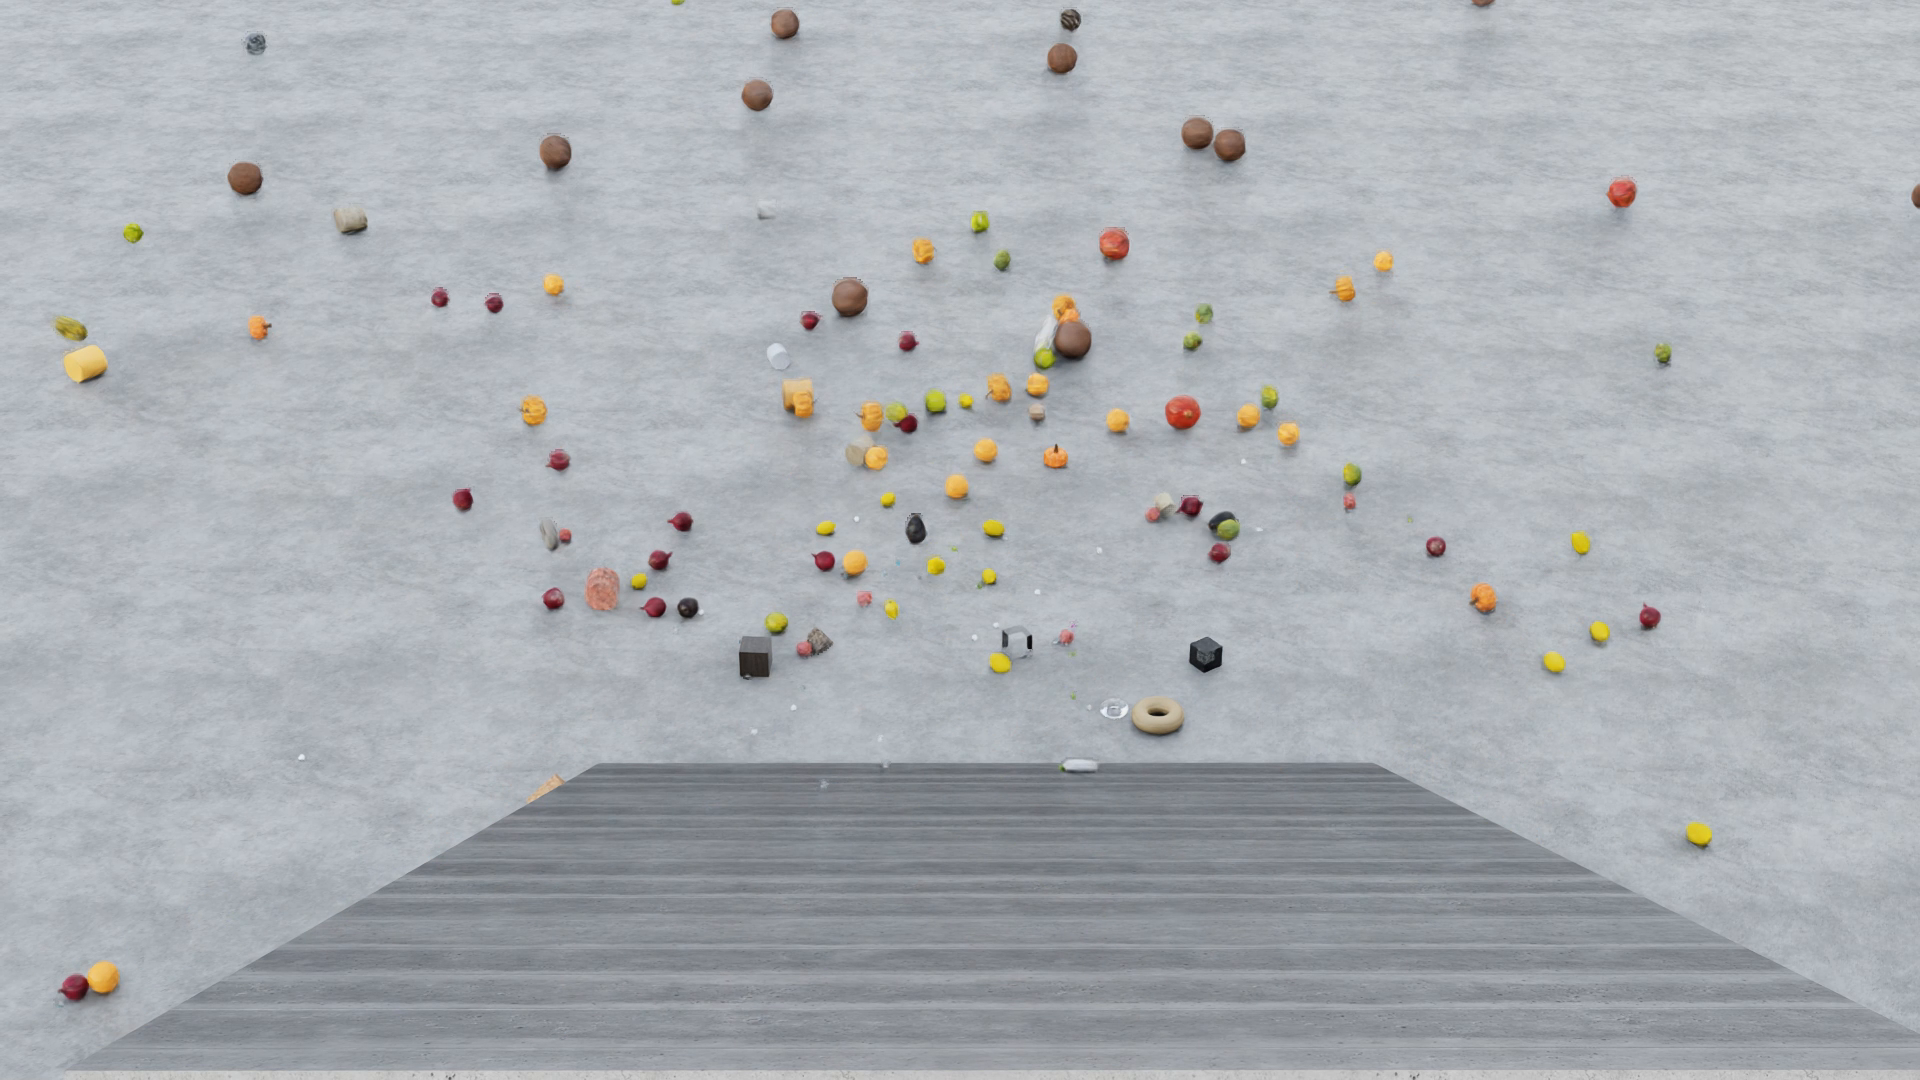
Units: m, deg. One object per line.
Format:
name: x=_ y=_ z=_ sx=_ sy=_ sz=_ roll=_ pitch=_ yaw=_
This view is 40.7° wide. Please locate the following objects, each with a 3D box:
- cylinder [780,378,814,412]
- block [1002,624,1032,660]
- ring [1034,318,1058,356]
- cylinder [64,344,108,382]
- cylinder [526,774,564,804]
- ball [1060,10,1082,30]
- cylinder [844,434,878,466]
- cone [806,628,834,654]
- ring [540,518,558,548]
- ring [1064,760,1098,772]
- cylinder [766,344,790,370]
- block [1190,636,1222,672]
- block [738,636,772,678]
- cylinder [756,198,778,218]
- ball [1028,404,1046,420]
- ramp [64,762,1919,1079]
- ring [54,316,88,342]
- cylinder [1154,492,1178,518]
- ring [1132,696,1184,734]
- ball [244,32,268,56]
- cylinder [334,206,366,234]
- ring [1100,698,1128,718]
cylinder: x=-0.535 y=-0.478 z=8.515 sx=0.092 sy=0.092 sz=0.092 roll=-13 pitch=33 yaw=-9
block: x=0.161 y=0.285 z=7.274 sx=0.063 sy=0.063 sz=0.063 roll=-15 pitch=34 yaw=-23
ring: x=0.293 y=-0.696 z=8.844 sx=0.046 sy=0.139 sz=0.139 roll=21 pitch=31 yaw=-6
cylinder: x=-2.938 y=-0.594 z=8.702 sx=0.099 sy=0.099 sz=0.099 roll=23 pitch=38 yaw=33
cylinder: x=-1.031 y=0.664 z=6.574 sx=0.098 sy=0.098 sz=0.098 roll=-41 pitch=40 yaw=-3
ball: x=0.496 y=-2.329 z=11.598 sx=0.094 sy=0.094 sz=0.094 roll=0 pitch=31 yaw=0
cylinder: x=-0.314 y=-0.284 z=8.212 sx=0.074 sy=0.074 sz=0.074 roll=18 pitch=36 yaw=28
cone: x=-0.382 y=0.287 z=7.301 sx=0.073 sy=0.073 sz=0.073 roll=8 pitch=18 yaw=-44
ring: x=-1.231 y=-0.019 z=7.755 sx=0.031 sy=0.093 sz=0.093 roll=-18 pitch=35 yaw=-23
ring: x=0.299 y=0.559 z=6.405 sx=0.085 sy=0.028 sz=0.085 roll=1 pitch=-1 yaw=0
cylinder: x=-0.615 y=-0.622 z=8.779 sx=0.068 sy=0.068 sz=0.068 roll=-10 pitch=32 yaw=-16
block: x=0.685 y=0.319 z=7.216 sx=0.064 sy=0.064 sz=0.064 roll=-20 pitch=36 yaw=-30
block: x=-0.567 y=0.324 z=7.192 sx=0.081 sy=0.081 sz=0.081 roll=2 pitch=31 yaw=3
cylinder: x=-0.734 y=-1.258 z=9.840 sx=0.063 sy=0.063 sz=0.063 roll=-19 pitch=34 yaw=-10
ball: x=0.251 y=-0.418 z=8.451 sx=0.056 sy=0.056 sz=0.056 roll=0 pitch=31 yaw=0
ramp: x=0.069 y=0.613 z=4.686 sx=2.000 sy=0.100 sz=4.000 roll=0 pitch=0 yaw=0
ring: x=-3.045 y=-0.724 z=8.867 sx=0.116 sy=0.116 sz=0.039 roll=11 pitch=61 yaw=18
cylinder: x=0.629 y=-0.108 z=7.926 sx=0.054 sy=0.054 sz=0.054 roll=-10 pitch=46 yaw=-16
ring: x=0.533 y=0.472 z=6.978 sx=0.145 sy=0.048 sz=0.145 roll=-1 pitch=31 yaw=1
ball: x=-3.082 y=-2.171 z=11.330 sx=0.097 sy=0.097 sz=0.097 roll=0 pitch=31 yaw=0
cylinder: x=-2.288 y=-1.204 z=9.719 sx=0.093 sy=0.093 sz=0.093 roll=-15 pitch=34 yaw=-28
ring: x=0.418 y=0.457 z=7.025 sx=0.077 sy=0.026 sz=0.077 roll=-1 pitch=31 yaw=1
